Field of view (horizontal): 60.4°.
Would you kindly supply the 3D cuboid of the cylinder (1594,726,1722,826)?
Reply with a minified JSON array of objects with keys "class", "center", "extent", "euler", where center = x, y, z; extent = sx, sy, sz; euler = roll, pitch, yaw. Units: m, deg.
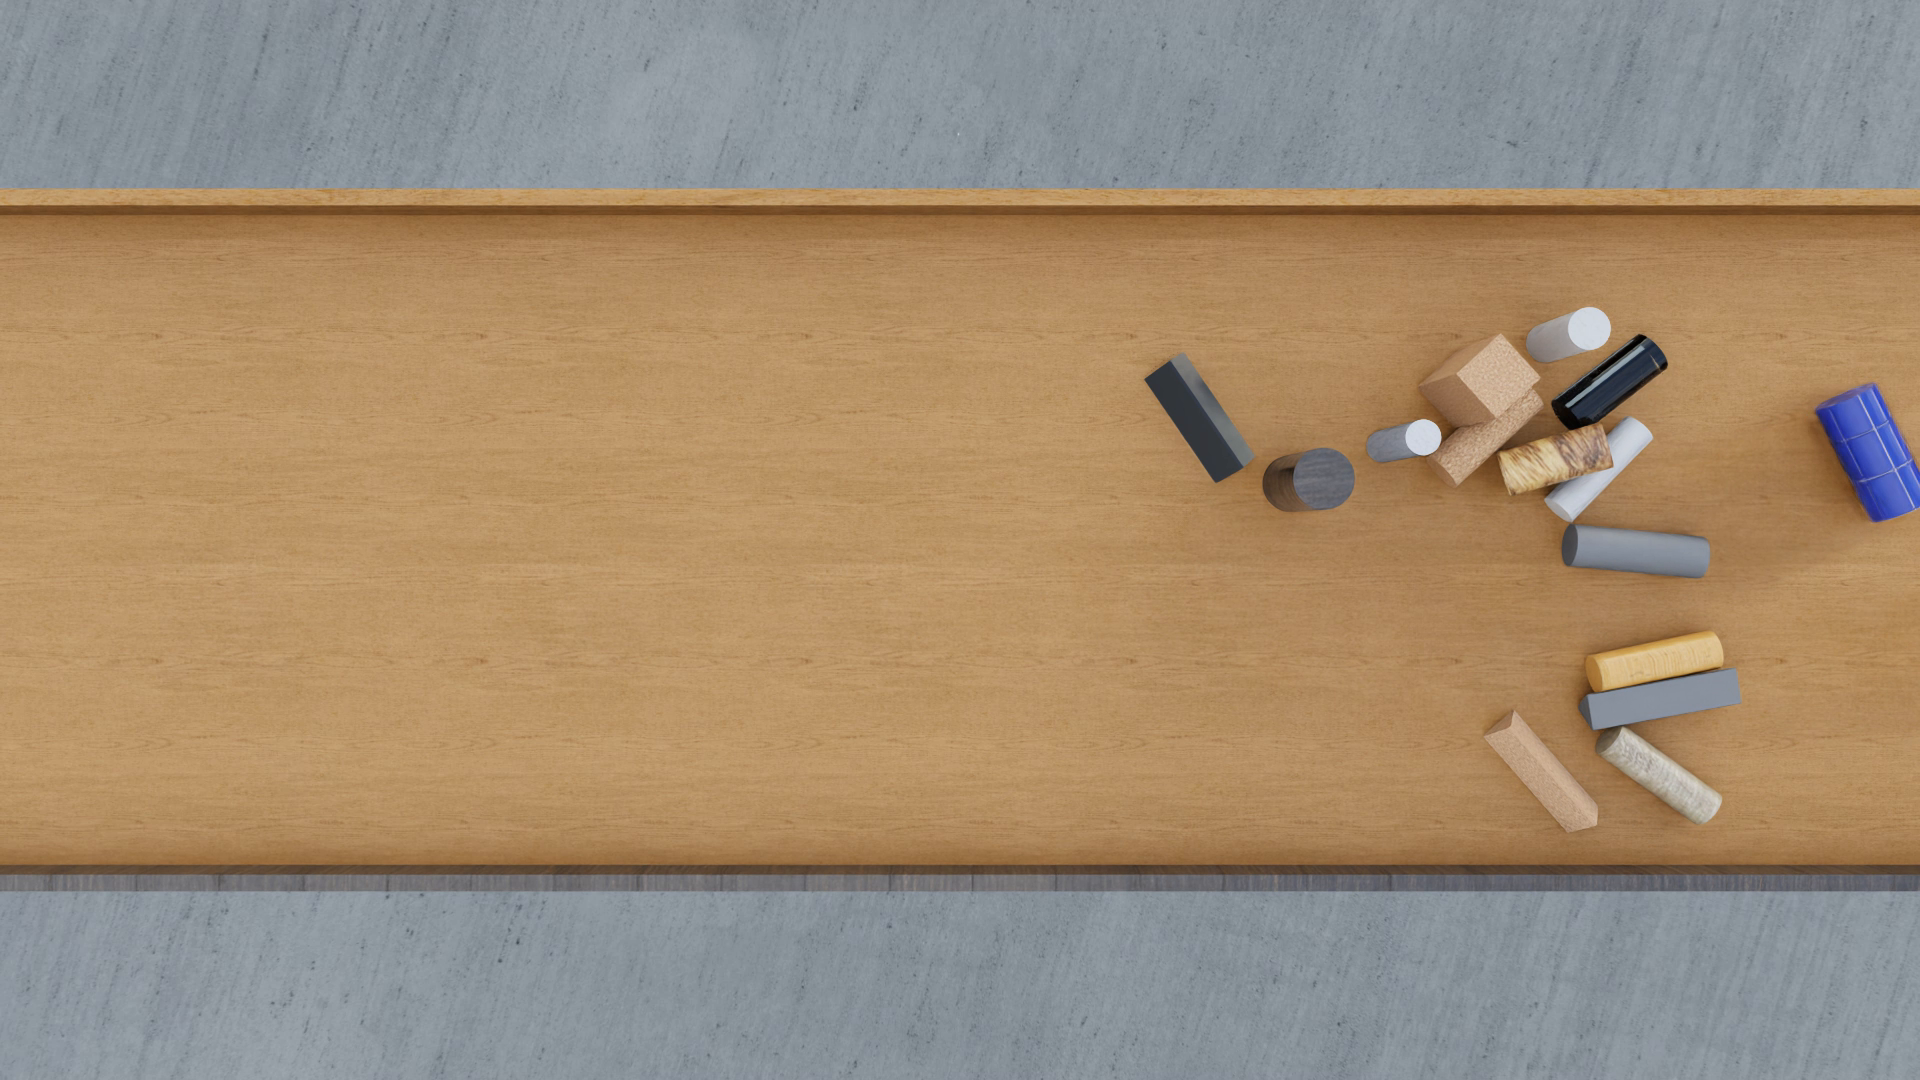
[{"class":"cylinder","center":[2.124,0.710,5.018],"extent":[0.372,0.118,0.118],"euler":[36,90,0]}]

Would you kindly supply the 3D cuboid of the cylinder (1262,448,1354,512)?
[{"class":"cylinder","center":[1.021,-0.173,4.858],"extent":[0.175,0.434,0.175],"euler":[0,90,-1]}]

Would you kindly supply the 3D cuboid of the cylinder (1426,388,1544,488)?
[{"class":"cylinder","center":[1.595,-0.326,5.013],"extent":[0.357,0.127,0.127],"euler":[-42,90,0]}]

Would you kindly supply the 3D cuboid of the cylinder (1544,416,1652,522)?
[{"class":"cylinder","center":[1.945,-0.216,5.024],"extent":[0.106,0.106,0.349],"euler":[44,90,0]}]

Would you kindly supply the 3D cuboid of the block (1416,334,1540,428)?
[{"class":"block","center":[1.526,-0.465,4.875],"extent":[0.171,0.404,0.171],"euler":[-42,90,0]}]

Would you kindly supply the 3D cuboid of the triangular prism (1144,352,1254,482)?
[{"class":"triangular prism","center":[0.737,-0.376,5.010],"extent":[0.146,0.126,0.390],"euler":[-34,90,0]}]

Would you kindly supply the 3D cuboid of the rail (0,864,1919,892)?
[{"class":"rail","center":[-2.247,1.025,5.001],"extent":[12.000,0.150,0.050],"euler":[0,90,0]}]

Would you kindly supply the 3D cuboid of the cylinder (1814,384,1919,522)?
[{"class":"cylinder","center":[2.760,-0.264,4.988],"extent":[0.177,0.177,0.381],"euler":[-27,90,0]}]

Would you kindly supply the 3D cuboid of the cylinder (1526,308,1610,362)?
[{"class":"cylinder","center":[1.803,-0.606,4.901],"extent":[0.122,0.351,0.122],"euler":[0,90,0]}]

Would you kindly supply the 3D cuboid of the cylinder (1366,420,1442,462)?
[{"class":"cylinder","center":[1.301,-0.288,4.854],"extent":[0.100,0.445,0.100],"euler":[0,90,0]}]

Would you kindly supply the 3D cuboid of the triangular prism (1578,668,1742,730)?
[{"class":"triangular prism","center":[2.124,0.466,5.004],"extent":[0.456,0.111,0.096],"euler":[-10,124,0]}]

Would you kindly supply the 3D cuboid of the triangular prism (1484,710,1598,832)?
[{"class":"triangular prism","center":[1.785,0.711,5.020],"extent":[0.124,0.107,0.394],"euler":[-41,90,0]}]

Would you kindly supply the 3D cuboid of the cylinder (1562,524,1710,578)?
[{"class":"cylinder","center":[2.051,0.034,5.012],"extent":[0.399,0.129,0.129],"euler":[6,90,0]}]

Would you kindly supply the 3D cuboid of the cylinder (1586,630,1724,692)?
[{"class":"cylinder","center":[2.110,0.371,5.016],"extent":[0.372,0.120,0.120],"euler":[-12,90,0]}]

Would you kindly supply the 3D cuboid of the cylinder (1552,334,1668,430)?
[{"class":"cylinder","center":[1.972,-0.472,5.009],"extent":[0.324,0.135,0.135],"euler":[-38,90,0]}]

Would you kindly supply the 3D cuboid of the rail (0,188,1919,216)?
[{"class":"rail","center":[-2.247,-1.025,5.002],"extent":[12.000,0.150,0.050],"euler":[0,90,0]}]

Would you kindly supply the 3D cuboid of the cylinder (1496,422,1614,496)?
[{"class":"cylinder","center":[1.787,-0.242,4.961],"extent":[0.308,0.142,0.142],"euler":[-17,90,18]}]
